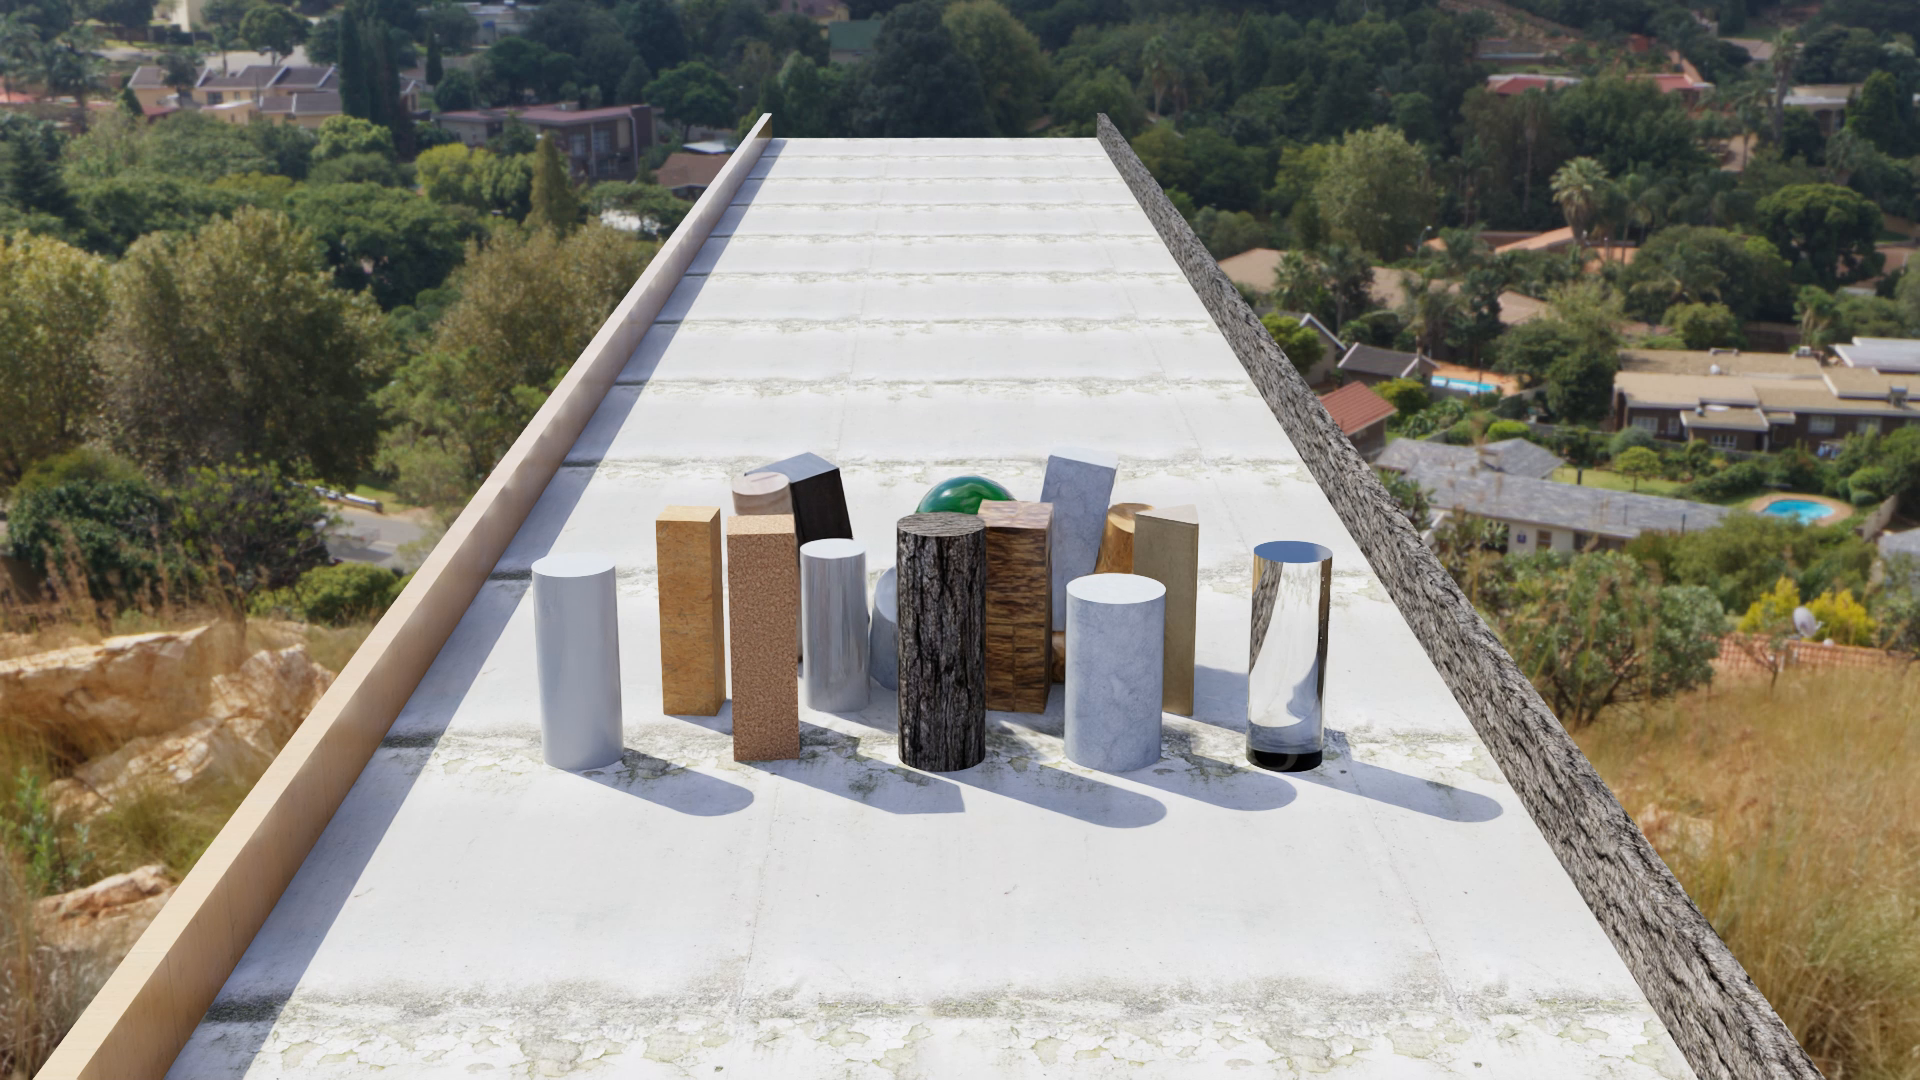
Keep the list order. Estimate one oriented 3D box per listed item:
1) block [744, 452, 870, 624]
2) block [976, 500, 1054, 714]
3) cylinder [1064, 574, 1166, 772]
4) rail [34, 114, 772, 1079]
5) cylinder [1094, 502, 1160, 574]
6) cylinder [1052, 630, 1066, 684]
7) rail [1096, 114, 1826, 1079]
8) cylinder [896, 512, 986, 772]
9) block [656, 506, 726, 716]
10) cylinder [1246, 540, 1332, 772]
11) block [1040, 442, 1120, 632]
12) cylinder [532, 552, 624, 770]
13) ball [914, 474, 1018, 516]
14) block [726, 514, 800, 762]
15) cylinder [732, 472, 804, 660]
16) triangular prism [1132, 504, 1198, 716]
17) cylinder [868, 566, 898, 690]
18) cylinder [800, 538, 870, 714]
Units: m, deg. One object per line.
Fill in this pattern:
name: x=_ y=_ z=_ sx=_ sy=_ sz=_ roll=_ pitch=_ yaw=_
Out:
block: x=-0.313 y=0.017 z=4.525 sx=0.148 sy=0.346 sz=0.148 roll=-20 pitch=23 yaw=-22
block: x=0.100 y=0.126 z=4.128 sx=0.133 sy=0.374 sz=0.133 roll=3 pitch=22 yaw=8
cylinder: x=0.274 y=0.233 z=3.900 sx=0.174 sy=0.310 sz=0.174 roll=0 pitch=17 yaw=0
rail: x=-1.118 y=-0.838 z=7.780 sx=0.050 sy=0.150 sz=12.000 roll=0 pitch=17 yaw=-1
cylinder: x=0.330 y=0.090 z=4.352 sx=0.135 sy=0.301 sz=0.135 roll=8 pitch=28 yaw=-4
cylinder: x=0.114 y=0.220 z=4.312 sx=0.353 sy=0.100 sz=0.100 roll=6 pitch=17 yaw=18
rail: x=0.932 y=-0.844 z=7.801 sx=0.050 sy=0.150 sz=12.000 roll=0 pitch=17 yaw=-1
cylinder: x=-0.033 y=0.178 z=3.871 sx=0.156 sy=0.431 sz=0.156 roll=0 pitch=17 yaw=0
block: x=-0.502 y=0.133 z=4.115 sx=0.100 sy=0.379 sz=0.100 roll=2 pitch=17 yaw=5
cylinder: x=0.577 y=0.204 z=3.866 sx=0.137 sy=0.384 sz=0.137 roll=0 pitch=17 yaw=0
block: x=0.211 y=0.022 z=4.409 sx=0.133 sy=0.401 sz=0.133 roll=12 pitch=15 yaw=4
cylinder: x=-0.673 y=0.214 z=3.884 sx=0.145 sy=0.356 sz=0.145 roll=0 pitch=17 yaw=0
ball: x=0.017 y=-0.015 z=4.270 sx=0.224 sy=0.224 sz=0.224 roll=0 pitch=17 yaw=0
block: x=-0.349 y=0.174 z=3.906 sx=0.117 sy=0.420 sz=0.117 roll=-1 pitch=17 yaw=-5
cylinder: x=-0.373 y=0.057 z=4.367 sx=0.115 sy=0.367 sz=0.115 roll=-5 pitch=23 yaw=2
triangular prism: x=0.409 y=0.126 z=4.144 sx=0.131 sy=0.375 sz=0.114 roll=11 pitch=20 yaw=32
cylinder: x=-0.104 y=0.167 z=4.119 sx=0.125 sy=0.125 sz=0.335 roll=-2 pitch=-24 yaw=-5
cylinder: x=-0.234 y=0.162 z=4.145 sx=0.124 sy=0.306 sz=0.124 roll=0 pitch=17 yaw=0
